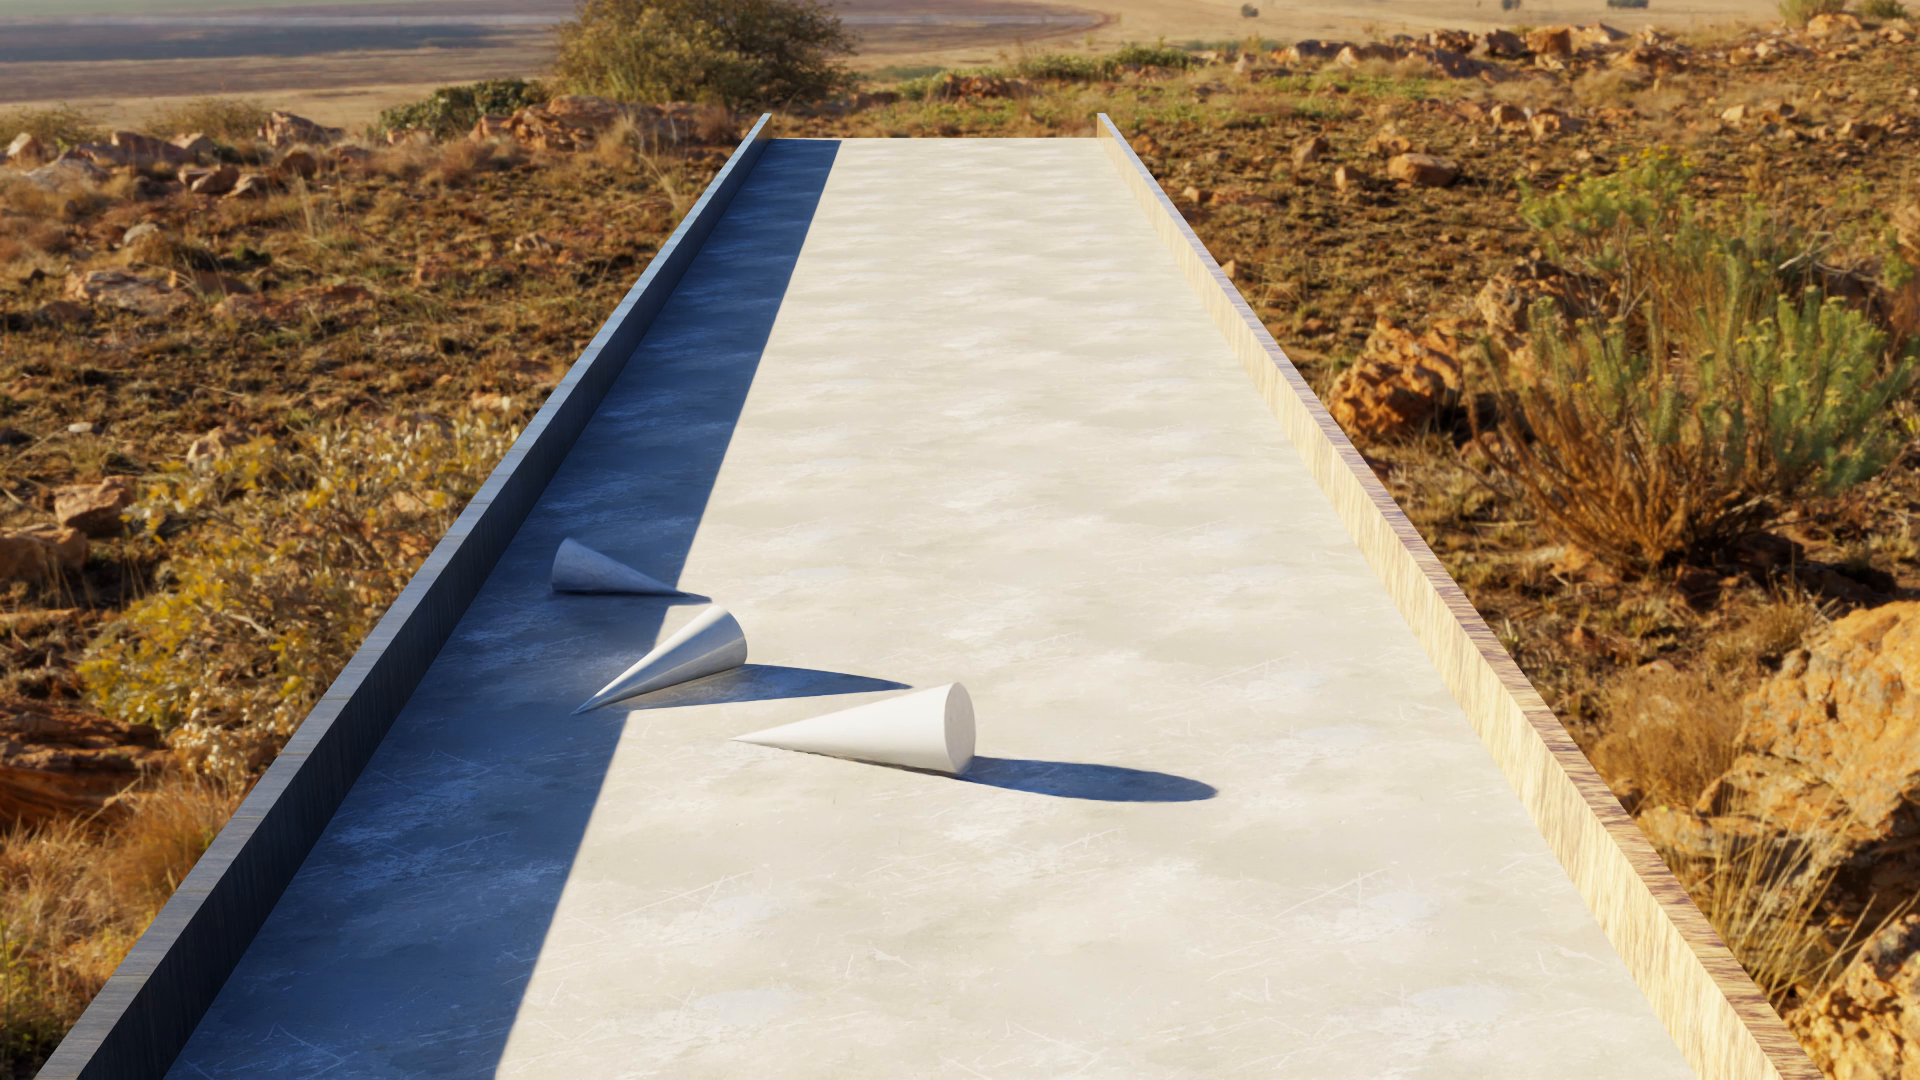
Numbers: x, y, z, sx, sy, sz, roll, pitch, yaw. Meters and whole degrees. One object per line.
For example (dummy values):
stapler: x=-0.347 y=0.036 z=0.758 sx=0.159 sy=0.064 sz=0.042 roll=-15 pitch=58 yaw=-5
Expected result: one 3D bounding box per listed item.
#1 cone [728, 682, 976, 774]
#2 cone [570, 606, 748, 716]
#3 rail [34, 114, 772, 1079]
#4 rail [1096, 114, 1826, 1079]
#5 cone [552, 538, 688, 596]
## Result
cone: x=-0.214 y=0.346 z=3.926 sx=0.457 sy=0.159 sz=0.159 roll=-5 pitch=14 yaw=20
cone: x=-0.599 y=0.260 z=4.236 sx=0.384 sy=0.133 sz=0.133 roll=-27 pitch=30 yaw=-38
rail: x=-1.118 y=-0.838 z=7.780 sx=0.050 sy=0.150 sz=12.000 roll=0 pitch=17 yaw=-1
rail: x=0.932 y=-0.844 z=7.801 sx=0.050 sy=0.150 sz=12.000 roll=0 pitch=17 yaw=-1
cone: x=-0.733 y=0.089 z=4.827 sx=0.300 sy=0.117 sz=0.117 roll=14 pitch=18 yaw=6
